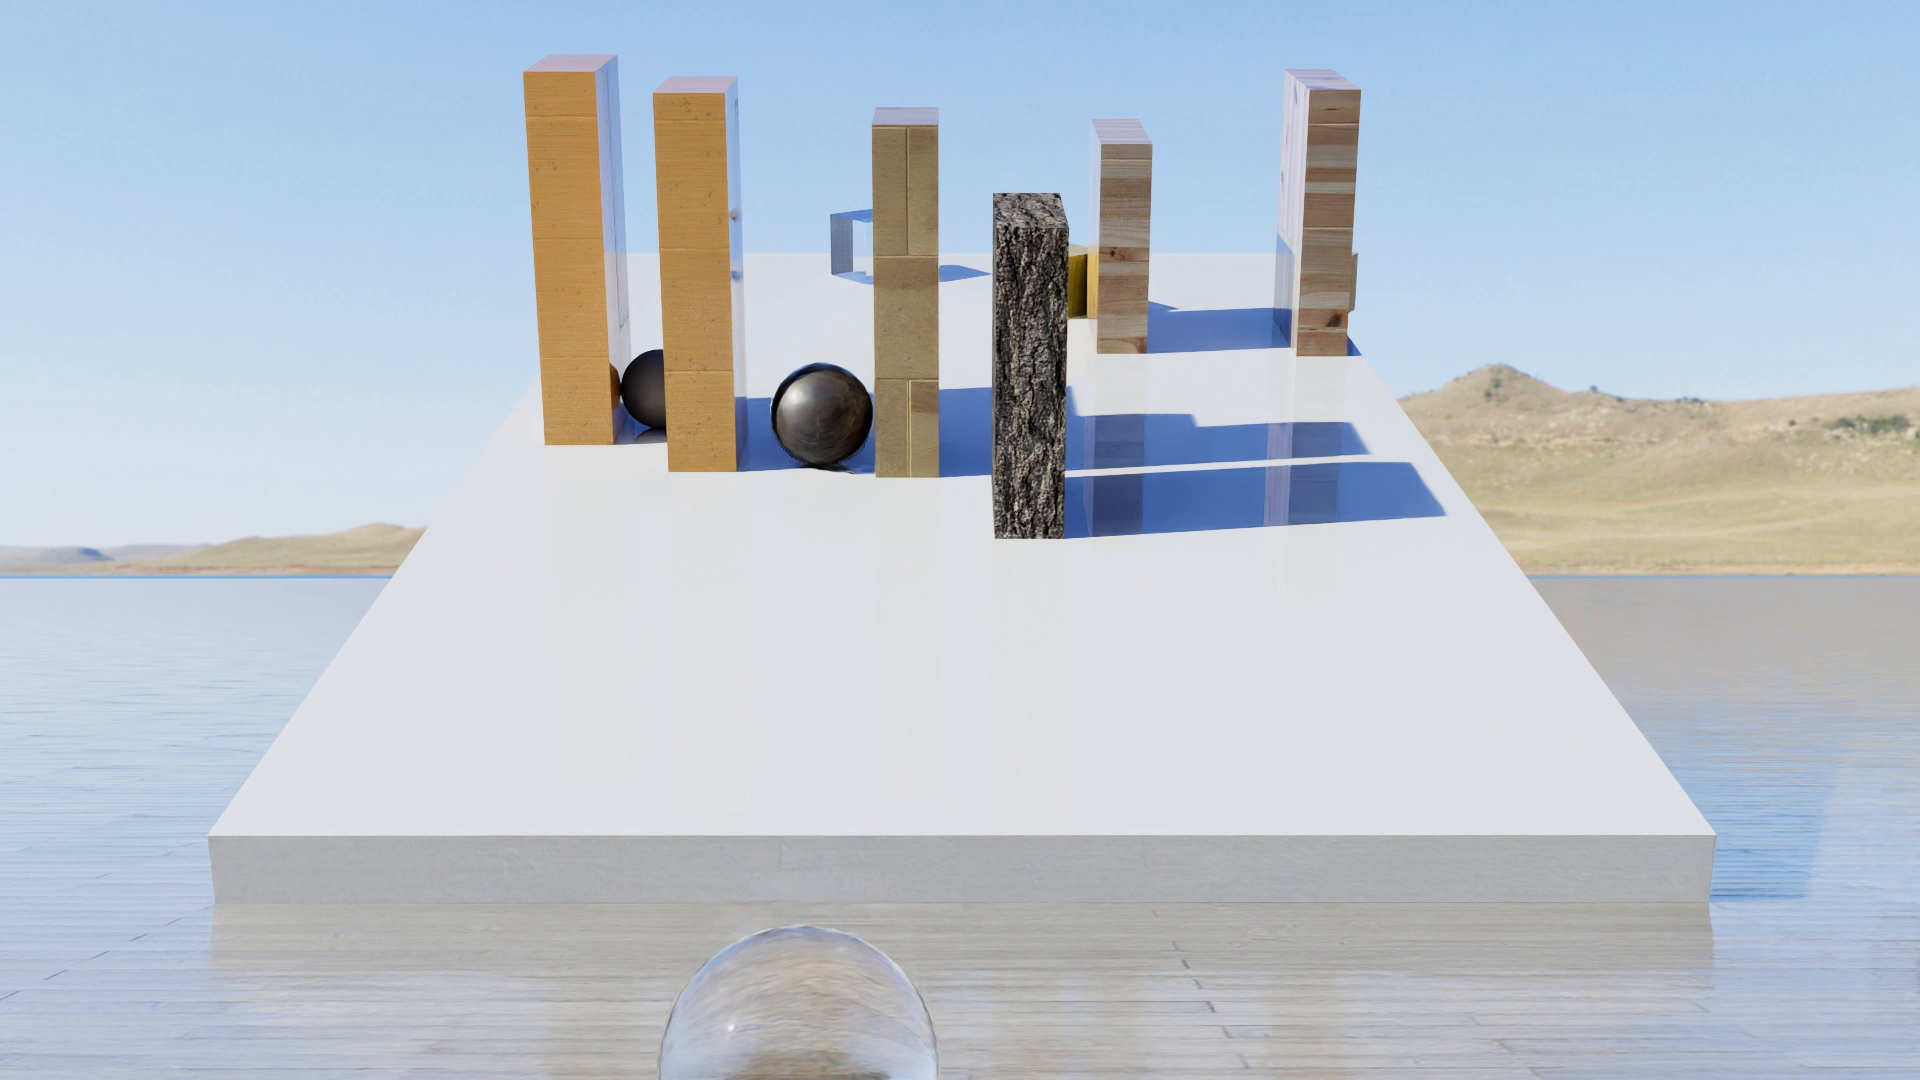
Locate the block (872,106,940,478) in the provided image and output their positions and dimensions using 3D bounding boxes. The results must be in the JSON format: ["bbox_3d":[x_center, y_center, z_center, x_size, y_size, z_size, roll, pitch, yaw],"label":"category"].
[{"bbox_3d":[-0.107,-0.503,4.542,0.128,0.709,0.259,0,18,0],"label":"block"}]

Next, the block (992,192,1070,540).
[{"bbox_3d":[0.128,-0.336,4.241,0.129,0.581,0.370,0,18,0],"label":"block"}]

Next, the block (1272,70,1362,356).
[{"bbox_3d":[0.889,-0.827,5.619,0.123,0.649,0.422,0,18,0],"label":"block"}]

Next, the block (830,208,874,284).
[{"bbox_3d":[-0.248,-0.843,6.416,0.176,0.176,0.176,-14,23,-36],"label":"block"}]

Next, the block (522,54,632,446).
[{"bbox_3d":[-0.808,-0.622,4.783,0.145,0.781,0.319,0,18,0],"label":"block"}]

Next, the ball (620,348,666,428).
[{"bbox_3d":[-0.649,-0.328,4.865,0.173,0.173,0.173,0,-1,0],"label":"ball"}]

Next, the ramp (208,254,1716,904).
[{"bbox_3d":[-0.004,-0.190,4.884,2.000,0.100,4.000,0,18,0],"label":"ramp"}]

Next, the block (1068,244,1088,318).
[{"bbox_3d":[0.269,-0.693,5.984,0.165,0.165,0.165,-14,23,-36],"label":"block"}]

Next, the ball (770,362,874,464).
[{"bbox_3d":[-0.283,-0.259,4.600,0.209,0.209,0.209,0,-1,0],"label":"ball"}]

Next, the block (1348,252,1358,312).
[{"bbox_3d":[0.959,-0.684,5.975,0.154,0.154,0.154,9,20,26],"label":"block"}]

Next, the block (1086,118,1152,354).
[{"bbox_3d":[0.400,-0.775,5.670,0.124,0.517,0.440,0,18,0],"label":"block"}]

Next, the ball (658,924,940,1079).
[{"bbox_3d":[-0.112,0.368,1.565,0.195,0.195,0.195,0,-1,0],"label":"ball"}]

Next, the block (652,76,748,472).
[{"bbox_3d":[-0.525,-0.544,4.577,0.139,0.764,0.276,0,18,0],"label":"block"}]
